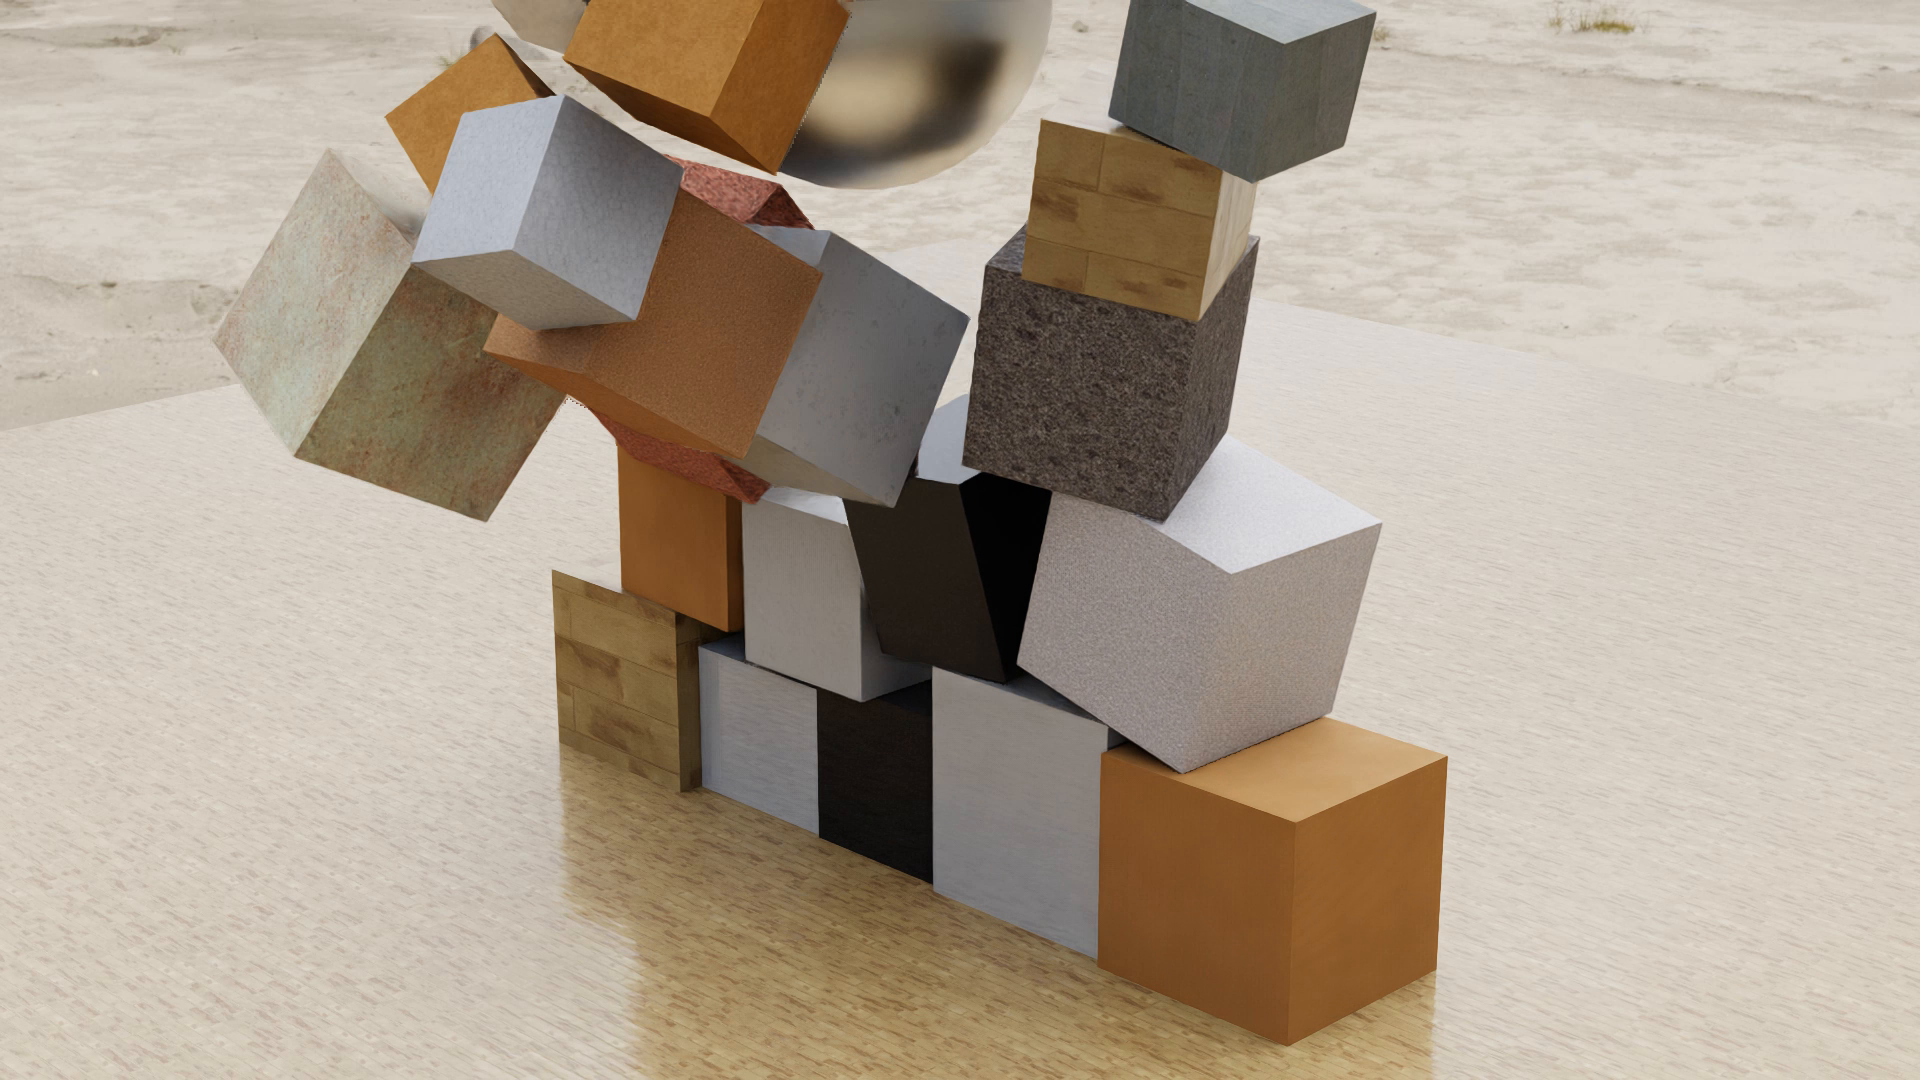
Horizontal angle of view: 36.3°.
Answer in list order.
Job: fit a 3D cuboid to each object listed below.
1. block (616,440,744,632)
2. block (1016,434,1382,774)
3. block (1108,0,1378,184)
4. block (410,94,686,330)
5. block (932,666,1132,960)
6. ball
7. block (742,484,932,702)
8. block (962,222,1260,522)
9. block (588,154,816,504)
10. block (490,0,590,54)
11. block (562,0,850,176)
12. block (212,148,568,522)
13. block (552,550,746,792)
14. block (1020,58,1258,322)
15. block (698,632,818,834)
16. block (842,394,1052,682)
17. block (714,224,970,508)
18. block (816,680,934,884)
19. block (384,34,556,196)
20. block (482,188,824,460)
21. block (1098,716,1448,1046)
[{"bbox_3d":[-1.043,-0.153,14.312,0.905,0.840,0.862,-15,23,-40],"label":"block"},{"bbox_3d":[1.004,0.228,12.414,0.985,0.944,0.974,-17,38,-42],"label":"block"},{"bbox_3d":[1.070,-1.809,11.146,0.687,0.559,0.636,30,36,29],"label":"block"},{"bbox_3d":[-1.584,-1.246,11.273,0.665,0.646,0.615,0,-22,46],"label":"block"},{"bbox_3d":[0.572,1.086,13.077,1.044,1.085,0.918,17,24,42],"label":"block"},{"bbox_3d":[-0.410,-2.258,12.202,1.600,1.600,1.600,0,17,0],"label":"ball"},{"bbox_3d":[-0.404,0.163,13.753,0.912,0.824,0.810,-16,23,-42],"label":"block"},{"bbox_3d":[0.625,-0.781,12.122,0.887,0.914,0.906,16,31,15],"label":"block"},{"bbox_3d":[-1.178,-0.982,13.442,0.983,1.008,1.056,20,66,46],"label":"block"},{"bbox_3d":[-1.582,-2.595,12.571,0.781,0.761,0.789,24,72,35],"label":"block"},{"bbox_3d":[-0.947,-1.902,11.079,0.645,0.689,0.724,24,-3,19],"label":"block"},{"bbox_3d":[-2.421,-0.892,12.858,1.038,1.022,1.015,21,18,-44],"label":"block"},{"bbox_3d":[-1.330,0.578,14.946,1.088,0.935,0.970,-17,24,-42],"label":"block"},{"bbox_3d":[0.742,-1.400,11.617,0.729,0.678,0.764,15,31,13],"label":"block"},{"bbox_3d":[-0.684,0.873,14.342,0.800,0.734,0.865,-17,24,-42],"label":"block"},{"bbox_3d":[0.113,-0.026,12.986,0.820,0.935,0.832,-29,26,-35],"label":"block"},{"bbox_3d":[-0.683,-0.760,12.587,0.846,0.892,0.882,29,-11,-39],"label":"block"},{"bbox_3d":[-0.102,1.023,13.740,0.789,0.810,0.811,-17,24,-42],"label":"block"},{"bbox_3d":[-1.909,-1.597,12.387,0.672,0.588,0.619,56,5,26],"label":"block"},{"bbox_3d":[-1.245,-0.927,11.918,0.863,0.832,0.760,29,-9,-40],"label":"block"},{"bbox_3d":[1.310,1.362,12.378,1.007,0.979,1.039,-17,24,-42],"label":"block"}]
